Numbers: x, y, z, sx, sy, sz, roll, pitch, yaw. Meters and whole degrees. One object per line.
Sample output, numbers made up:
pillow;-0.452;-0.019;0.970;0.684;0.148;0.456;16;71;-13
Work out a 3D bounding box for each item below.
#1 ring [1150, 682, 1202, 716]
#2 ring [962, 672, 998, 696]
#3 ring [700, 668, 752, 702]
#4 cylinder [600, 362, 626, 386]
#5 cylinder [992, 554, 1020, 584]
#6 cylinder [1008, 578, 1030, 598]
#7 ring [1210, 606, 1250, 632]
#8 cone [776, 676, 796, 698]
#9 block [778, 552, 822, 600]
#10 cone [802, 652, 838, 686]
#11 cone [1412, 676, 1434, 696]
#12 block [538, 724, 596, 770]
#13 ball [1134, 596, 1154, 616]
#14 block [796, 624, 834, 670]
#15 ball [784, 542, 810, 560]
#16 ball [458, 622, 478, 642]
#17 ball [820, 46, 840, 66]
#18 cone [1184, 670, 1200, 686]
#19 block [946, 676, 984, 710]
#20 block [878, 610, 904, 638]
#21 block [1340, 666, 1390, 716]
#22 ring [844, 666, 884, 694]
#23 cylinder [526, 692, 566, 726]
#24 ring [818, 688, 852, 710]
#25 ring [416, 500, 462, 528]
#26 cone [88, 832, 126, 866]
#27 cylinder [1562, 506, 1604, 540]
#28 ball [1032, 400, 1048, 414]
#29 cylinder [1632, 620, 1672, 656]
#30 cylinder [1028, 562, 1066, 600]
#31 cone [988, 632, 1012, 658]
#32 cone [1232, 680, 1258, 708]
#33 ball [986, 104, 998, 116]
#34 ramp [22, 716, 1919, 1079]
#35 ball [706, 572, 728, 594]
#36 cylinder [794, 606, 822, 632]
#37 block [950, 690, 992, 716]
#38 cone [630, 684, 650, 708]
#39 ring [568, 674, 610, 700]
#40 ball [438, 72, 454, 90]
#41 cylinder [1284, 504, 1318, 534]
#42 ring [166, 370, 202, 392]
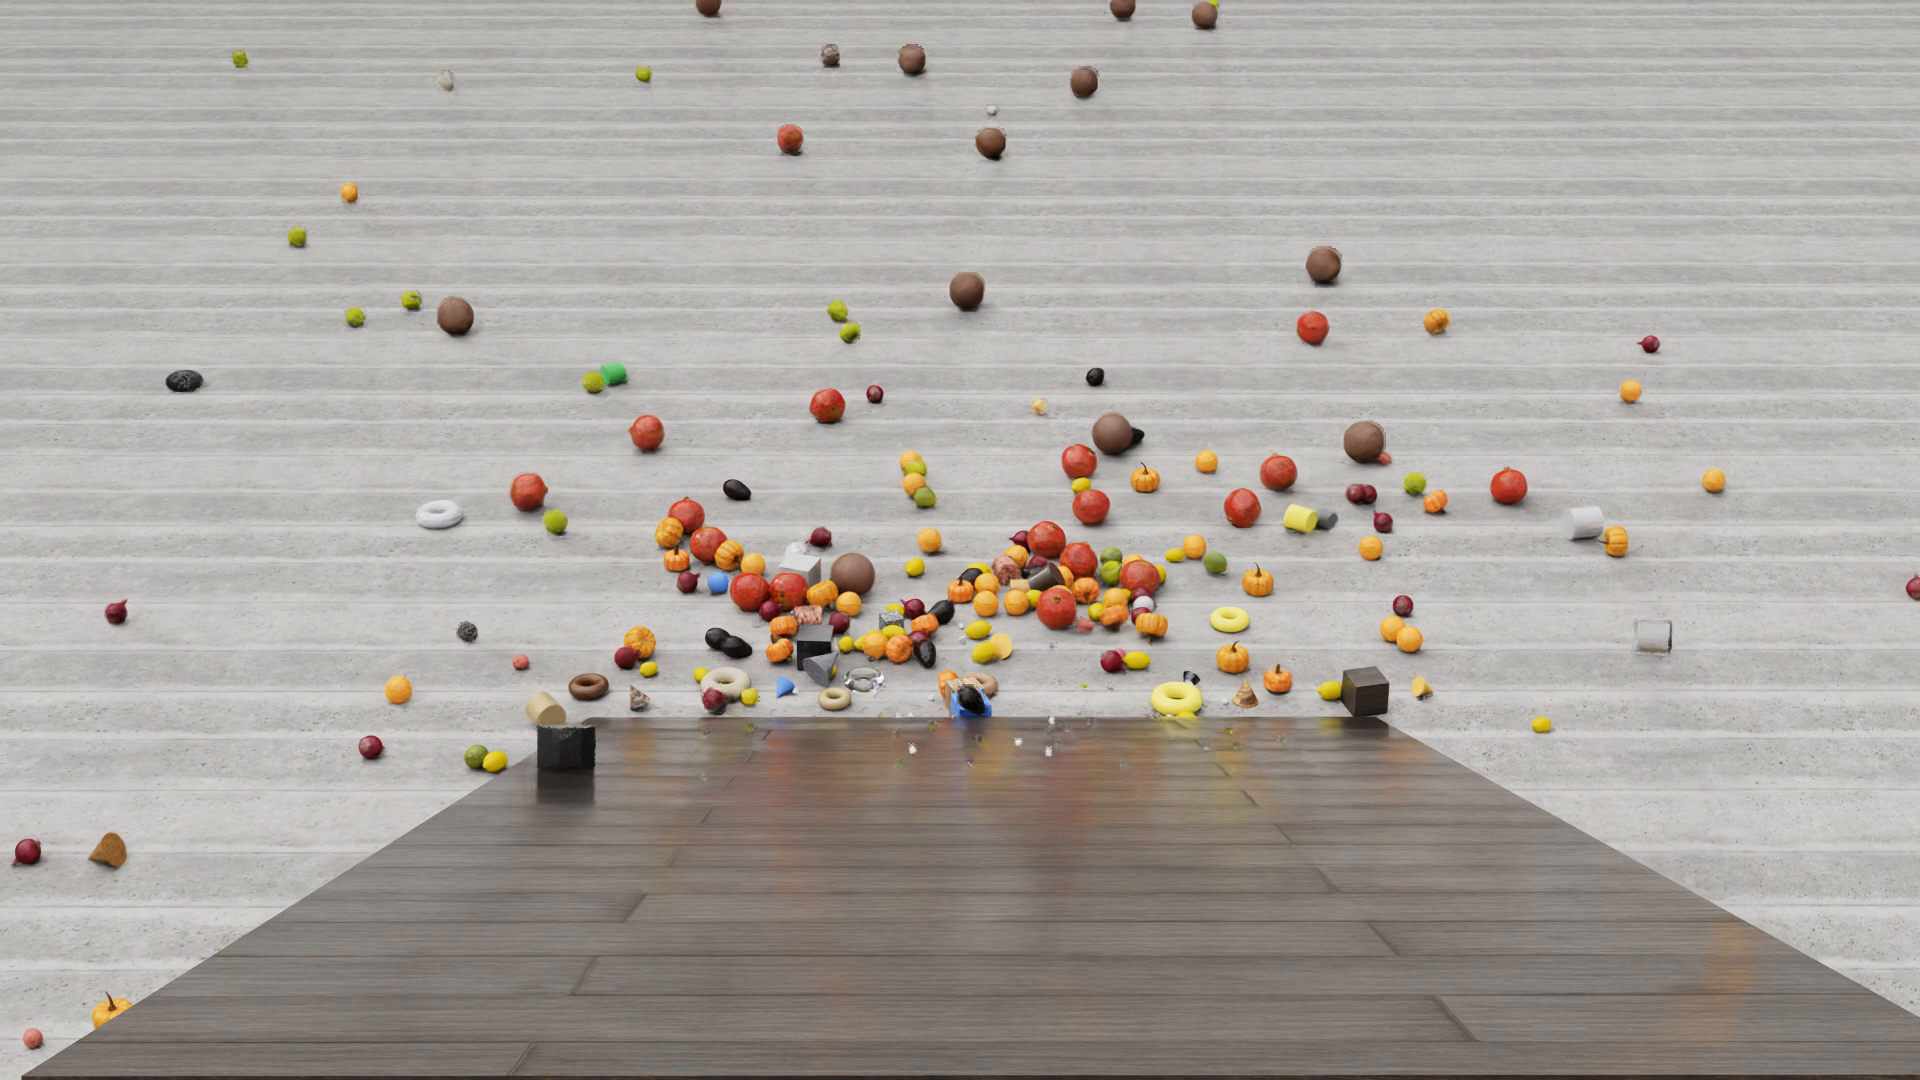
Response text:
ring;0.570;0.419;6.792;0.138;0.046;0.138;0;28;0
ring;0.047;0.386;6.870;0.106;0.035;0.106;1;25;0
ring;-0.623;0.383;6.865;0.136;0.045;0.136;-1;28;1
cylinder;-1.172;-0.562;8.737;0.065;0.065;0.065;-16;31;-29
cylinder;0.132;0.085;7.439;0.066;0.066;0.066;-7;29;-14
cylinder;0.170;0.139;7.345;0.053;0.053;0.053;4;26;-7
ring;0.752;0.222;7.198;0.110;0.037;0.110;-1;27;1
cone;-0.475;0.400;6.853;0.054;0.054;0.054;15;57;27
block;-0.456;0.104;7.372;0.092;0.092;0.092;9;28;18
cone;-0.355;0.326;6.901;0.092;0.092;0.092;23;51;38
cone;1.239;0.398;6.857;0.056;0.056;0.056;20;19;-23
block;-0.823;0.432;5.390;0.087;0.087;0.087;-1;2;-40
ball;0.516;0.186;7.242;0.059;0.059;0.059;0;27;0
block;-0.391;0.292;6.993;0.093;0.093;0.093;1;27;2
ball;-0.475;0.045;7.513;0.072;0.072;0.072;0;27;0
ball;-1.355;0.255;7.111;0.054;0.054;0.054;0;27;0
ball;-0.611;-2.274;12.135;0.094;0.094;0.094;0;27;0
cone;0.607;0.385;6.885;0.051;0.051;0.051;16;57;28
block;0.013;0.413;6.767;0.078;0.078;0.078;-12;29;-23
block;-0.190;0.234;7.153;0.054;0.054;0.054;-10;28;-19
block;1.064;0.399;6.779;0.093;0.093;0.093;-6;27;-13
ring;-0.257;0.374;6.892;0.108;0.036;0.108;-1;28;0
cylinder;-1.075;0.447;6.698;0.080;0.080;0.080;-16;31;-28
ring;-0.331;0.419;6.810;0.090;0.030;0.090;0;28;0
ring;-1.571;-0.077;7.786;0.139;0.046;0.139;-1;28;0
cone;-2.045;0.748;6.140;0.083;0.083;0.083;-21;20;20
cylinder;1.854;-0.052;7.685;0.091;0.091;0.091;-5;27;-10
ball;0.262;-0.439;8.506;0.051;0.051;0.051;0;27;0
cylinder;1.890;0.267;7.044;0.092;0.092;0.092;4;27;7
cylinder;0.245;0.116;7.329;0.077;0.077;0.077;-32;18;21
cone;0.127;0.291;7.064;0.072;0.072;0.072;15;4;27
cone;0.755;0.396;6.811;0.070;0.070;0.070;0;27;0
ball;0.140;-1.905;11.444;0.051;0.051;0.051;0;27;0
ramp;0.060;0.543;4.579;2.000;0.100;4.000;0;1;0
ball;-0.692;0.121;7.370;0.062;0.062;0.062;0;27;0
cylinder;-0.421;0.218;7.164;0.072;0.072;0.072;-3;27;-7
block;0.028;0.449;6.689;0.084;0.084;0.084;-8;28;-16
cone;-0.854;0.404;6.785;0.058;0.058;0.058;-23;16;7
ring;-0.987;0.389;6.862;0.109;0.036;0.109;-1;26;0
ball;-2.352;-2.102;11.811;0.076;0.076;0.076;0;27;0
cylinder;1.019;-0.061;7.724;0.073;0.073;0.073;18;32;32
ring;-2.620;-0.537;8.713;0.122;0.041;0.122;1;28;0
